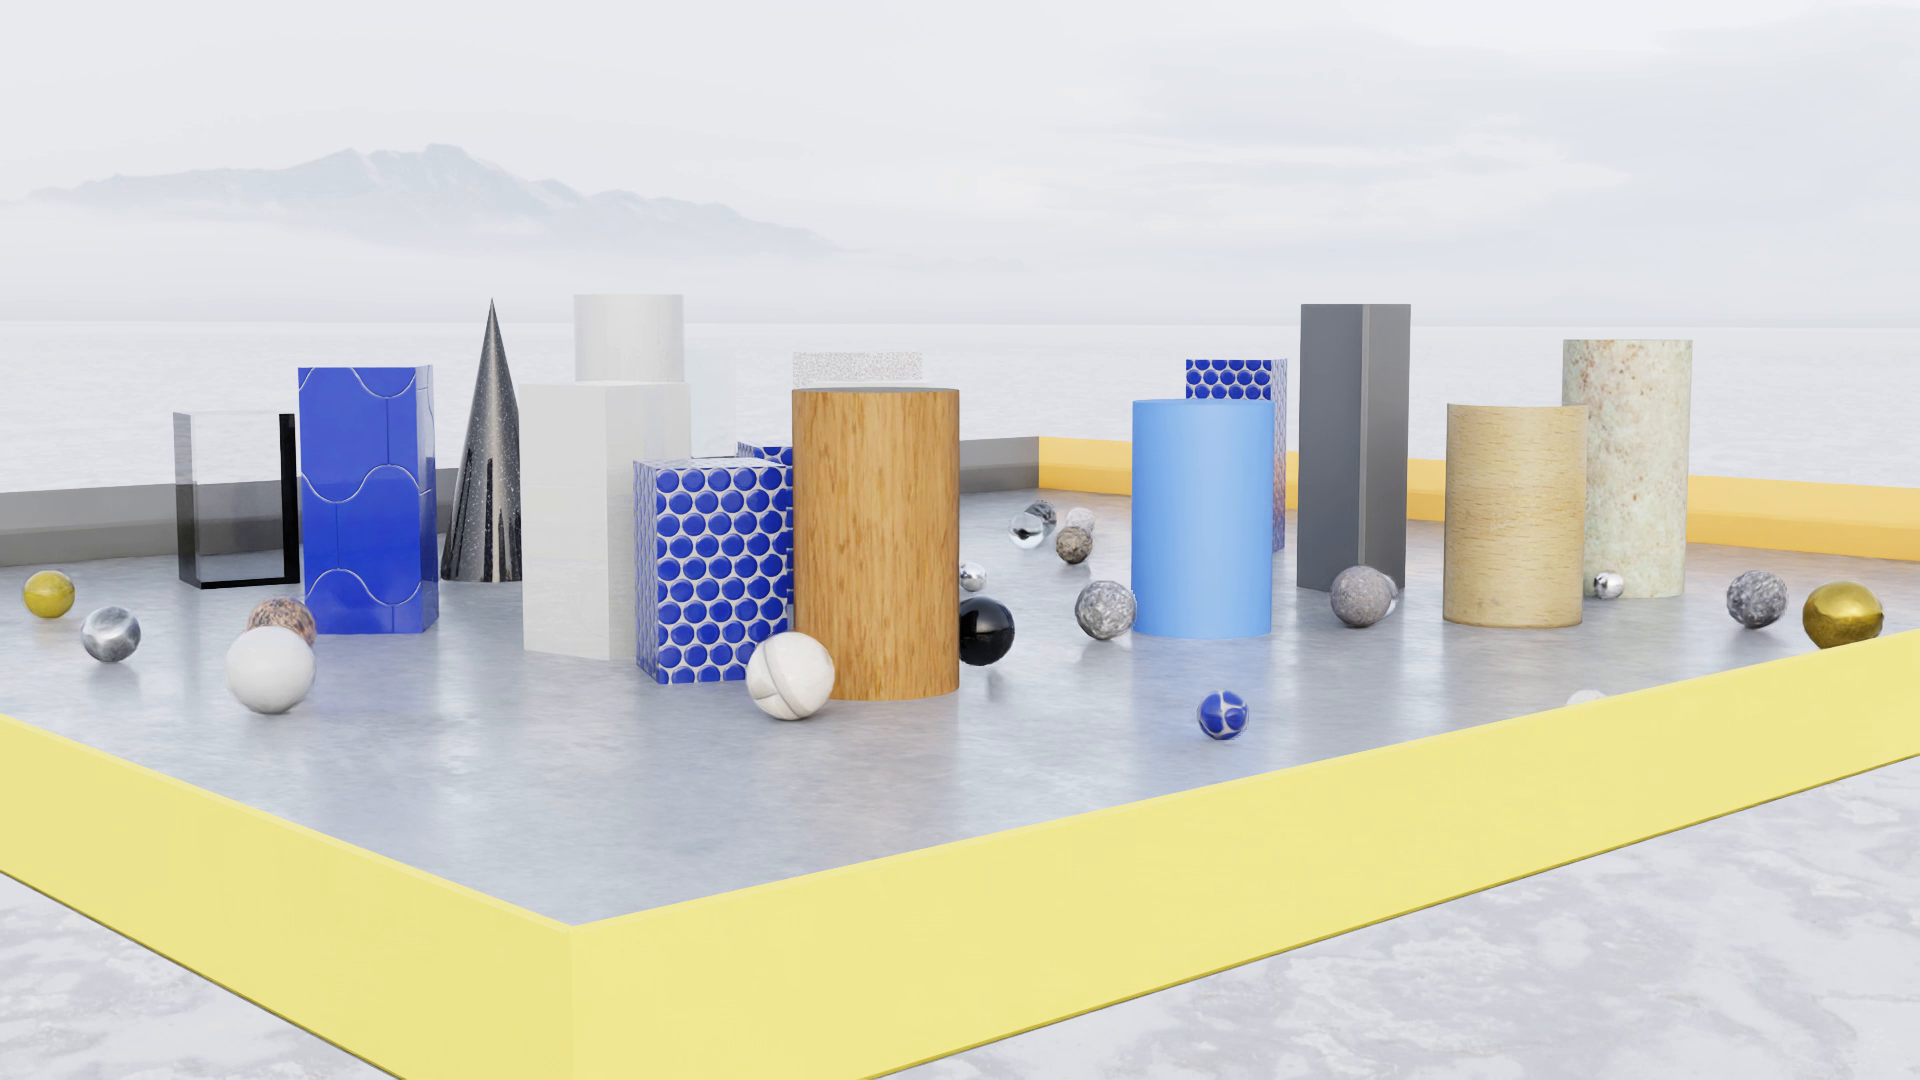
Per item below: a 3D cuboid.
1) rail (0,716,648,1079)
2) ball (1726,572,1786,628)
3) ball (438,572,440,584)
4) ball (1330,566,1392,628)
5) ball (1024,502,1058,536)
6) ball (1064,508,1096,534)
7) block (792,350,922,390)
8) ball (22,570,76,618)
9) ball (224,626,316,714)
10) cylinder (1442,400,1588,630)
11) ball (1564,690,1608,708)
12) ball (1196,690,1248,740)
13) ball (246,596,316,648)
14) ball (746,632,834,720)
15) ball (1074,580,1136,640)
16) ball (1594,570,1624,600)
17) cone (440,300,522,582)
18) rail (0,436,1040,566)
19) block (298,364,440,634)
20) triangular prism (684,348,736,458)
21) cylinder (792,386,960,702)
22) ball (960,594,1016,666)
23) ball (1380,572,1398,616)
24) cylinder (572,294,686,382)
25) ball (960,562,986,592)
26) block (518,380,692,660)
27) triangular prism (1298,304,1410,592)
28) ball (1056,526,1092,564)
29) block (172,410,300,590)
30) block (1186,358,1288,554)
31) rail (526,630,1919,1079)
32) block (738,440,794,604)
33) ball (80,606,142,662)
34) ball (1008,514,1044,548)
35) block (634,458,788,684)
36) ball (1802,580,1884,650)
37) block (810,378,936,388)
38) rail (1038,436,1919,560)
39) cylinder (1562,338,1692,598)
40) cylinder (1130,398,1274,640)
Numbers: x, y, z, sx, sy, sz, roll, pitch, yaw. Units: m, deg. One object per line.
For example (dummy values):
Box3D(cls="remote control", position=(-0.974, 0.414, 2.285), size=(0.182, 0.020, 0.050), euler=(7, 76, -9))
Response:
Box3D(cls="rail", position=(-1.193, 0.148, 2.237), size=(0.045, 0.128, 2.982), euler=(-5, 8, -42))
Box3D(cls="ball", position=(1.117, 0.084, 3.087), size=(0.080, 0.080, 0.080), euler=(0, 6, 0))
Box3D(cls="ball", position=(-0.844, 0.059, 3.458), size=(0.052, 0.052, 0.052), euler=(0, 6, 0))
Box3D(cls="ball", position=(0.564, 0.080, 3.096), size=(0.086, 0.086, 0.086), euler=(0, 6, 0))
Box3D(cls="ball", position=(0.156, -0.039, 4.314), size=(0.069, 0.069, 0.069), euler=(0, 6, 0))
Box3D(cls="ball", position=(0.235, -0.033, 4.304), size=(0.060, 0.060, 0.060), euler=(0, 6, 0))
Box3D(cls="block", position=(-0.176, -0.138, 3.798), size=(0.157, 0.373, 0.157), euler=(6, 8, 44))
Box3D(cls="ball", position=(-1.319, 0.079, 3.183), size=(0.071, 0.071, 0.071), euler=(0, 6, 0))
Box3D(cls="ball", position=(-0.762, 0.144, 2.431), size=(0.097, 0.097, 0.097), euler=(0, 6, 0))
Box3D(cls="cylinder", position=(0.796, -0.040, 3.158), size=(0.196, 0.311, 0.196), euler=(0, 6, 0))
Box3D(cls="ball", position=(0.658, 0.181, 2.302), size=(0.050, 0.050, 0.050), euler=(0, 6, 0))
Box3D(cls="ball", position=(0.272, 0.181, 2.285), size=(0.053, 0.053, 0.053), euler=(0, 6, 0))
Box3D(cls="ball", position=(-0.858, 0.114, 2.781), size=(0.084, 0.084, 0.084), euler=(0, 6, 0))
Box3D(cls="ball", position=(-0.184, 0.148, 2.398), size=(0.096, 0.096, 0.096), euler=(0, 6, 0))
Box3D(cls="ball", position=(0.196, 0.095, 2.975), size=(0.082, 0.082, 0.082), euler=(0, 6, 0))
Box3D(cls="ball", position=(1.002, 0.068, 3.394), size=(0.047, 0.047, 0.047), euler=(0, 6, 0))
Box3D(cls="cone", position=(-0.778, -0.174, 3.682), size=(0.196, 0.468, 0.196), euler=(0, 6, 0))
Box3D(cls="rail", position=(-0.995, -0.079, 4.404), size=(3.293, 0.128, 0.045), euler=(-5, 8, -42))
Box3D(cls="block", position=(-0.828, -0.061, 3.091), size=(0.157, 0.367, 0.157), euler=(-1, 6, -5))
Box3D(cls="triangular prism", position=(-0.538, -0.198, 4.393), size=(0.170, 0.369, 0.147), euler=(-1, 6, -10))
Box3D(cls="cylinder", position=(-0.099, -0.001, 2.592), size=(0.196, 0.352, 0.196), euler=(0, 6, 0))
Box3D(cls="ball", position=(0.025, 0.114, 2.760), size=(0.089, 0.089, 0.089), euler=(0, 6, 0))
Box3D(cls="ball", position=(0.597, 0.080, 3.176), size=(0.069, 0.069, 0.069), euler=(0, 6, 0))
Box3D(cls="cylinder", position=(-0.591, -0.204, 3.950), size=(0.196, 0.472, 0.196), euler=(0, 6, 0))
Box3D(cls="ball", position=(0.019, 0.059, 3.485), size=(0.047, 0.047, 0.047), euler=(0, 6, 0))
Box3D(cls="block", position=(-0.464, -0.031, 2.891), size=(0.157, 0.349, 0.157), euler=(4, 7, 36))
Box3D(cls="triangular prism", position=(0.607, -0.147, 3.495), size=(0.147, 0.454, 0.170), euler=(4, 7, 34))
Box3D(cls="ball", position=(0.201, 0.008, 3.879), size=(0.066, 0.066, 0.066), euler=(0, 6, 0))
Box3D(cls="block", position=(-1.187, -0.070, 3.607), size=(0.157, 0.278, 0.157), euler=(-4, 7, -32))
Box3D(cls="block", position=(0.512, -0.158, 4.079), size=(0.157, 0.355, 0.157), euler=(2, 6, 19))
Box3D(cls="rail", position=(0.995, 0.145, 2.259), size=(3.293, 0.128, 0.045), euler=(-5, 8, -42))
Box3D(cls="block", position=(-0.253, -0.030, 3.408), size=(0.157, 0.240, 0.157), euler=(-2, 6, -15))
Box3D(cls="ball", position=(-1.076, 0.119, 2.787), size=(0.072, 0.072, 0.072), euler=(0, 6, 0))
Box3D(cls="ball", position=(0.125, -0.017, 4.112), size=(0.067, 0.067, 0.067), euler=(0, 6, 0))
Box3D(cls="block", position=(-0.309, 0.034, 2.710), size=(0.157, 0.258, 0.157), euler=(-2, 6, -18))
Box3D(cls="ball", position=(1.142, 0.100, 2.846), size=(0.098, 0.098, 0.098), euler=(0, 6, 0))
Box3D(cls="block", position=(-0.116, -0.043, 3.011), size=(0.157, 0.349, 0.157), euler=(0, 6, 2))
Box3D(cls="rail", position=(1.193, -0.081, 4.426), size=(0.045, 0.128, 2.982), euler=(-5, 8, -42))
Box3D(cls="cylinder", position=(1.053, -0.118, 3.490), size=(0.196, 0.398, 0.196), euler=(0, 6, 0))
Box3D(cls="cylinder", position=(0.338, -0.034, 3.066), size=(0.196, 0.318, 0.196), euler=(0, 6, 0))
